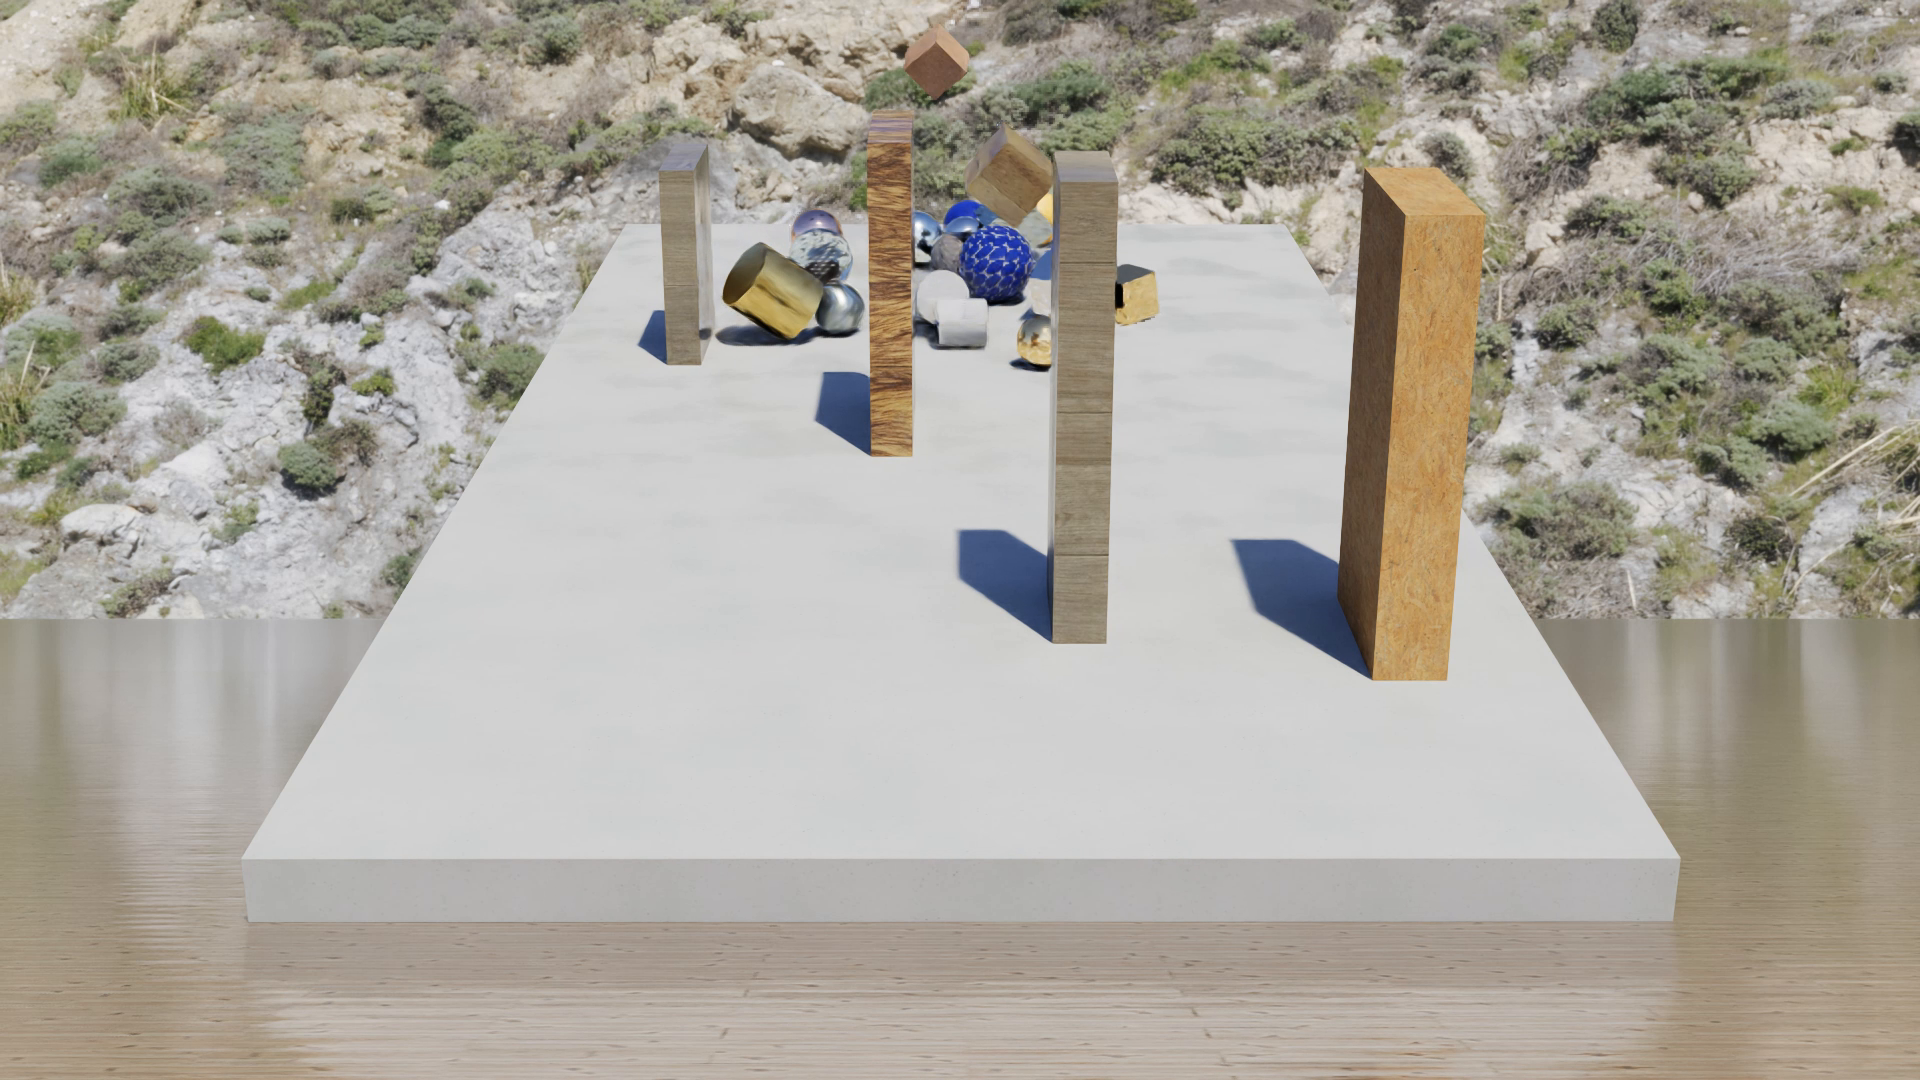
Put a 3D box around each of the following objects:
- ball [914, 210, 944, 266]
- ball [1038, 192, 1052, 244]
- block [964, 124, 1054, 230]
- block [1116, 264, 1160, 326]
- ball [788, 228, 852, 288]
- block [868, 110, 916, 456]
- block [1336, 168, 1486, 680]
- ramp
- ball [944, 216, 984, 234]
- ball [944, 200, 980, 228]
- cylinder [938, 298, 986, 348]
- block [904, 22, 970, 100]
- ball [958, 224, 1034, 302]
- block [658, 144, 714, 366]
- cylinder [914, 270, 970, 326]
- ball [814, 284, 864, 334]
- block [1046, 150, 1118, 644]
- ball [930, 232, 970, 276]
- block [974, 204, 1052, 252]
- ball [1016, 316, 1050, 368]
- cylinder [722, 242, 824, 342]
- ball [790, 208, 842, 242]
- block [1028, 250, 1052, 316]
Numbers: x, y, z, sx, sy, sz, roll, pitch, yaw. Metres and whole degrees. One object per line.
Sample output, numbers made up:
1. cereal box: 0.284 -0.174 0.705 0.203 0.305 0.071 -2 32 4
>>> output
1. ball: -0.125 -0.845 6.377 0.156 0.156 0.156 0 -2 0
2. ball: 0.229 -0.939 6.632 0.155 0.155 0.155 0 -2 0
3. block: 0.132 -0.970 6.060 0.171 0.171 0.171 36 20 -18
4. block: 0.428 -0.631 5.845 0.113 0.113 0.113 -25 30 -30
5. ball: -0.374 -0.749 6.093 0.175 0.175 0.175 0 -2 0
6. block: -0.144 -0.555 4.876 0.088 0.666 0.385 0 21 0
7. block: 0.737 -0.196 3.765 0.122 0.774 0.367 0 21 0
8. ramp: -0.005 -0.211 5.049 2.000 0.100 4.000 0 21 0
9. ball: 0.015 -0.848 6.422 0.132 0.132 0.132 0 -2 0
10. ball: 0.022 -0.911 6.575 0.142 0.142 0.142 0 -2 0
11. cylinder: 0.005 -0.534 5.600 0.118 0.118 0.118 -1 -2 -1
12. block: -0.070 -1.431 6.804 0.134 0.134 0.134 -35 -61 27
13. ball: 0.096 -0.731 6.009 0.202 0.202 0.202 0 -2 0
14. block: -0.662 -0.699 5.536 0.081 0.471 0.339 0 21 0
15. cylinder: -0.062 -0.610 5.731 0.138 0.138 0.138 1 6 -17
16. ball: -0.303 -0.580 5.707 0.129 0.129 0.129 0 -2 0
17. block: 0.204 -0.240 3.853 0.092 0.793 0.258 0 21 0
18. ball: -0.004 -0.759 6.152 0.151 0.151 0.151 0 -2 0
19. block: 0.155 -0.901 6.425 0.147 0.147 0.147 45 10 -28
20. ball: 0.197 -0.474 5.430 0.126 0.126 0.126 0 -2 0
21. cylinder: -0.463 -0.613 5.623 0.178 0.178 0.178 32 -18 -29
22. ball: -0.399 -0.848 6.324 0.145 0.145 0.145 0 -2 0
23. block: 0.267 -0.649 5.839 0.129 0.129 0.129 9 44 23
